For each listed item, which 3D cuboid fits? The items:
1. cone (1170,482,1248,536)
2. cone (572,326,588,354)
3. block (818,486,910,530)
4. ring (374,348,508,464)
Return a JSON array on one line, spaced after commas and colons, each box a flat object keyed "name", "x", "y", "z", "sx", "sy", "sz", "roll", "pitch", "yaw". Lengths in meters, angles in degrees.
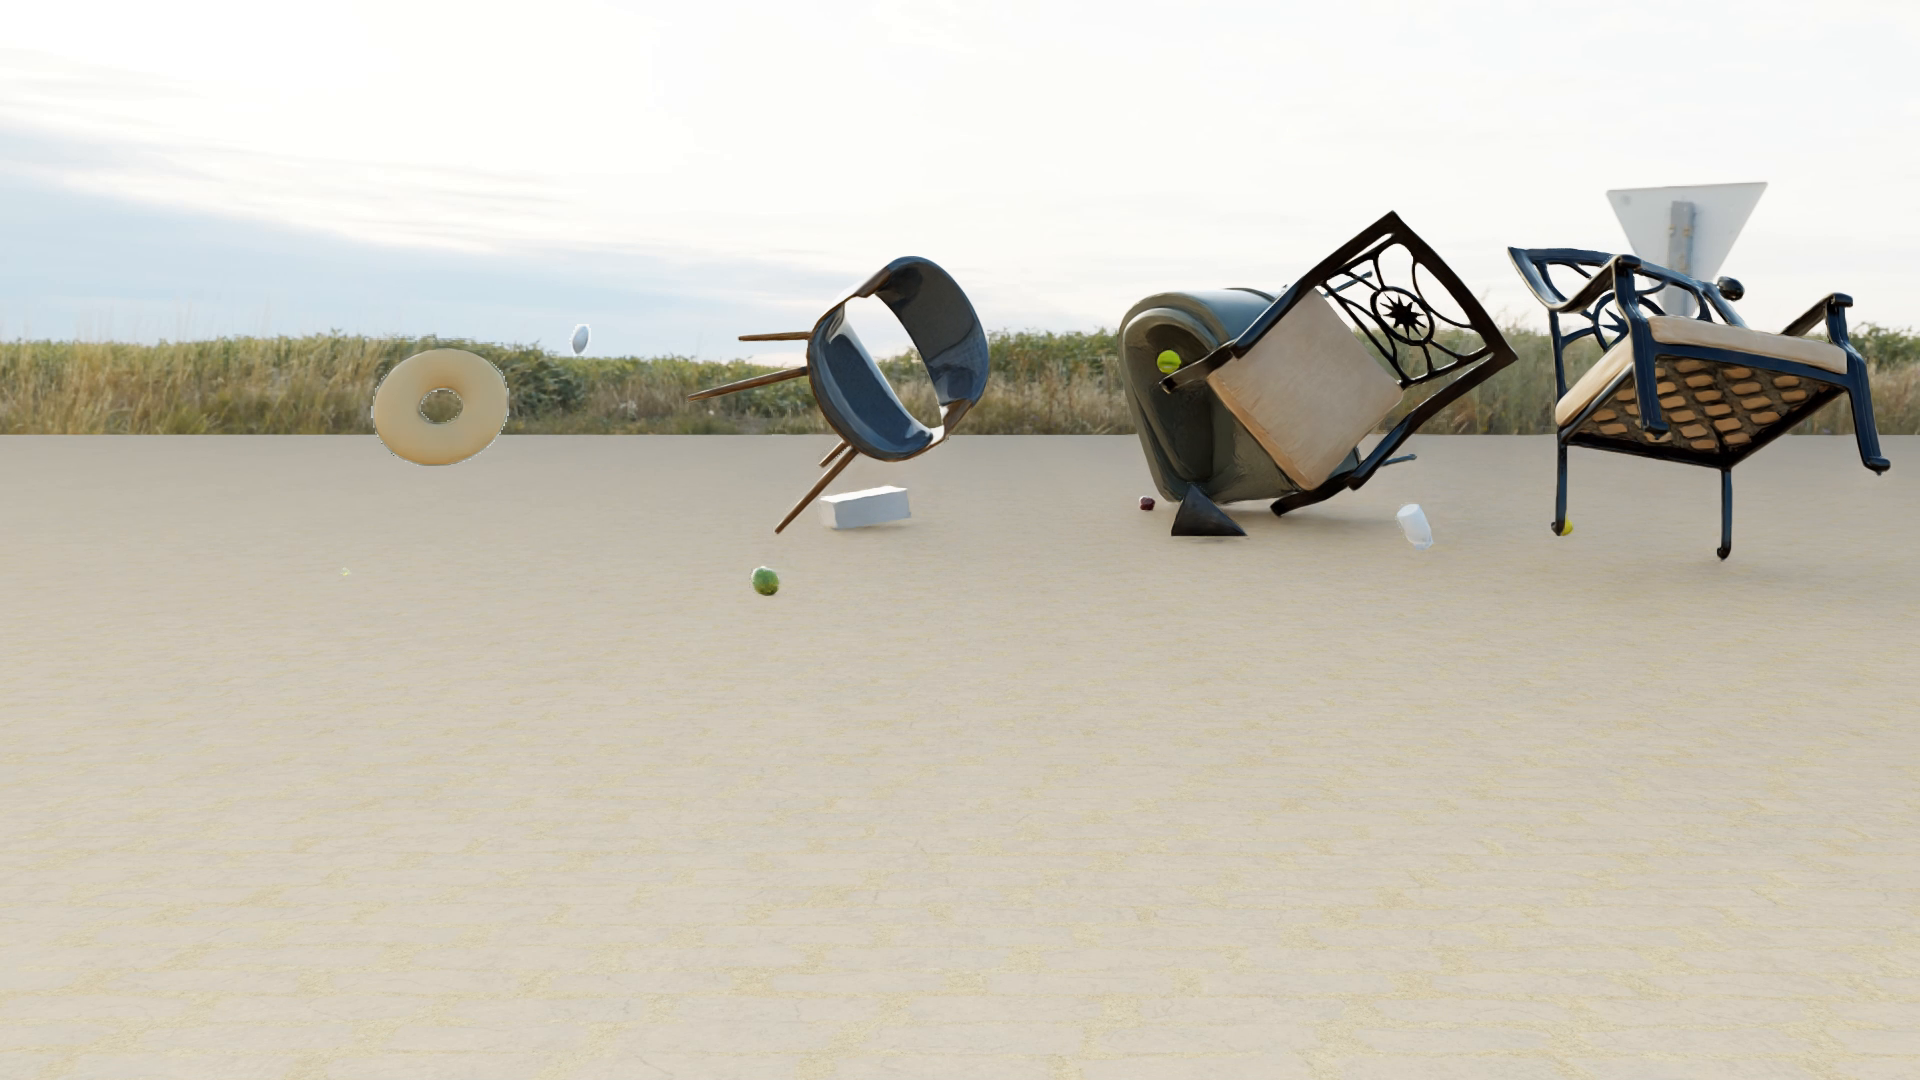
[{"name": "cone", "x": 0.761, "y": -0.051, "z": 6.583, "sx": 0.218, "sy": 0.178, "sz": 0.116, "roll": 22, "pitch": 15, "yaw": 10}, {"name": "cone", "x": -1.387, "y": -0.722, "z": 7.952, "sx": 0.058, "sy": 0.107, "sz": 0.065, "roll": 25, "pitch": 16, "yaw": 14}, {"name": "block", "x": -0.313, "y": -0.105, "z": 7.143, "sx": 0.244, "sy": 0.091, "sz": 0.245, "roll": -10, "pitch": 6, "yaw": -14}, {"name": "ring", "x": -1.978, "y": -0.510, "z": 8.387, "sx": 0.514, "sy": 0.443, "sz": 0.129, "roll": -29, "pitch": -3, "yaw": -21}]
